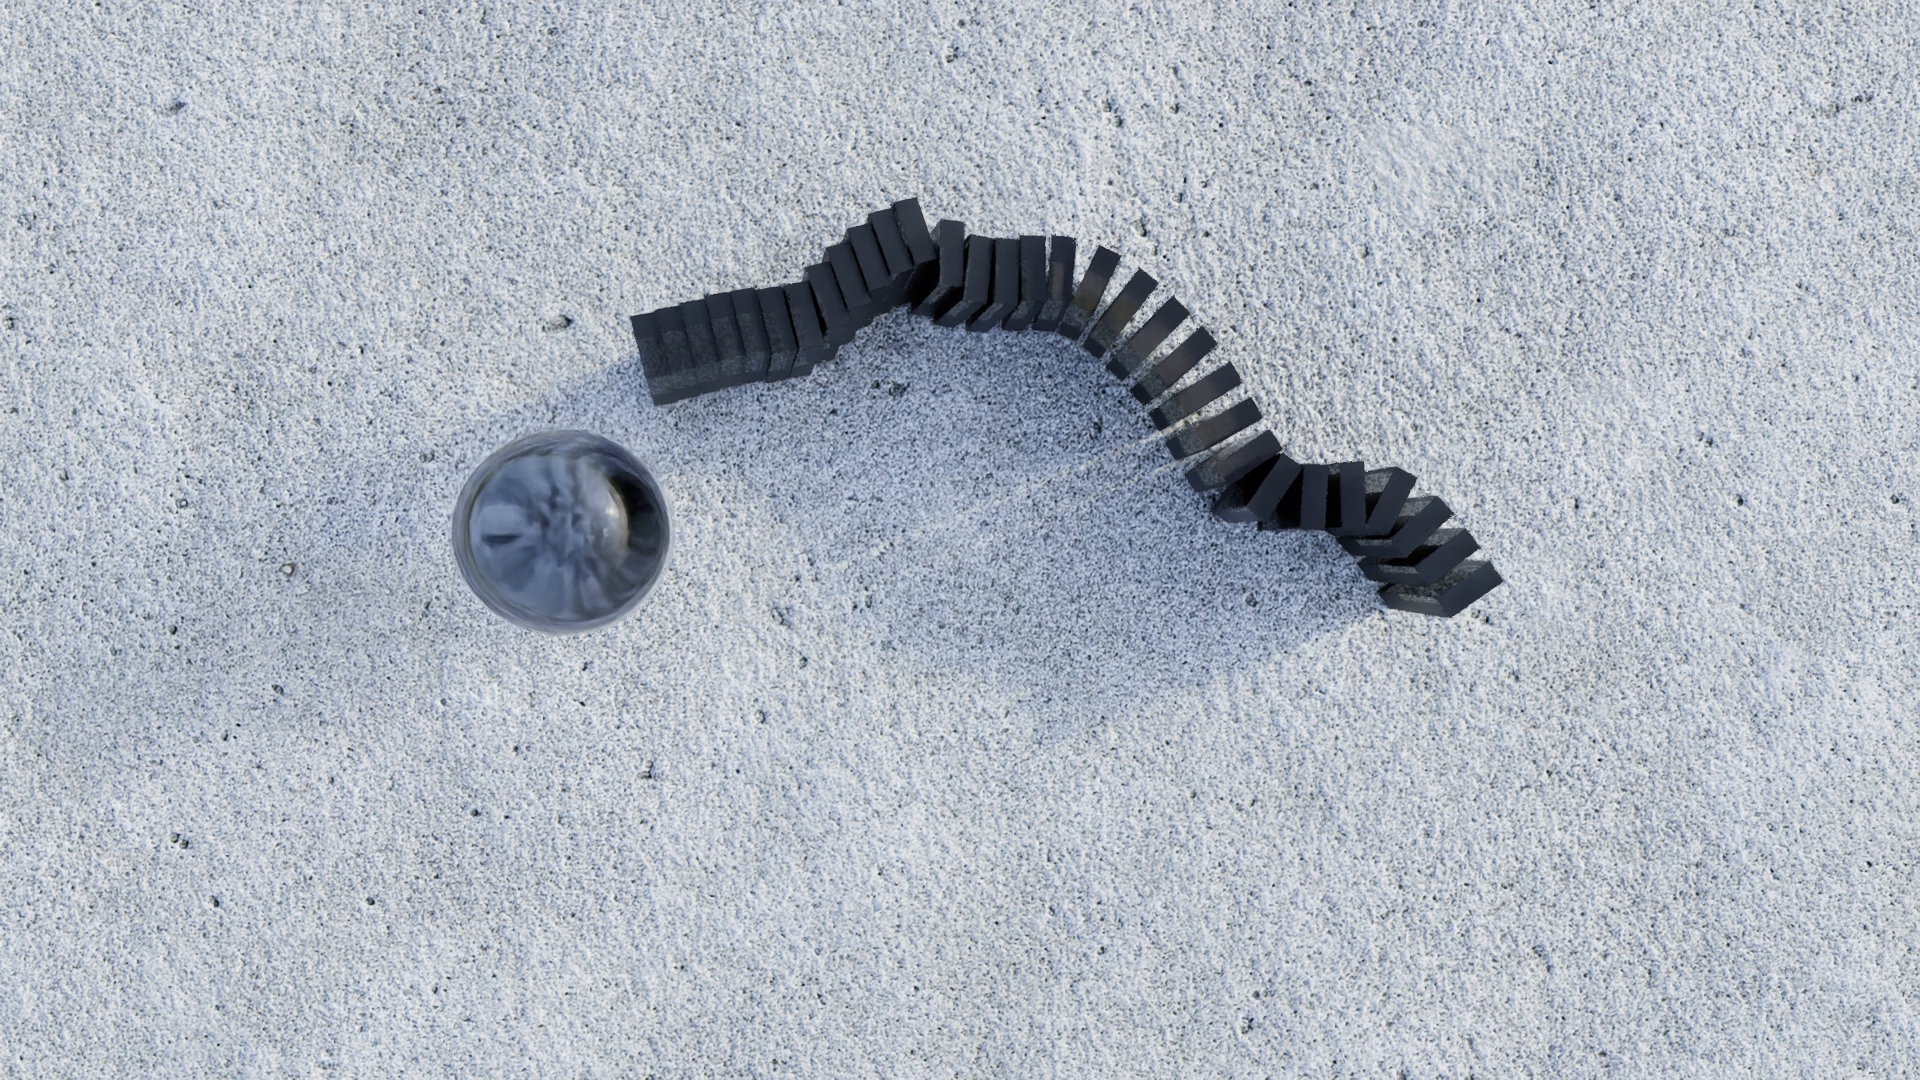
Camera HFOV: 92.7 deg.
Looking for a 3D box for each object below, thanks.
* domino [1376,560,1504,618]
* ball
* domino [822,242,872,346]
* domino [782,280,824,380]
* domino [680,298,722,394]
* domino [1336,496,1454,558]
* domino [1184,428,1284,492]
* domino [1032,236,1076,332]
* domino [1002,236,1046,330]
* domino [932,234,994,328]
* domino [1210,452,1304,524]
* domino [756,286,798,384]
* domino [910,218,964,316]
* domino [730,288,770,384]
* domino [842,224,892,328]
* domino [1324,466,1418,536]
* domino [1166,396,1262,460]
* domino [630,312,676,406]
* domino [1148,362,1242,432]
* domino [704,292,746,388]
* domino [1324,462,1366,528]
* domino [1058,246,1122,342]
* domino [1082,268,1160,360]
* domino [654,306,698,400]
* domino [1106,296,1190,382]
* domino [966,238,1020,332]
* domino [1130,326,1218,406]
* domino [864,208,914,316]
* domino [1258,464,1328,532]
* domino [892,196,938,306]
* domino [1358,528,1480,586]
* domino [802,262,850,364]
[{"bbox_3d":[0.195,0.019,0.375,0.025,0.050,0.009,-35,90,0],"label":"domino"},{"bbox_3d":[-0.154,-0.003,0.360,0.080,0.080,0.080,0,90,0],"label":"ball"},{"bbox_3d":[-0.049,-0.099,0.375,0.010,0.050,0.025,-20,90,-16],"label":"domino"},{"bbox_3d":[-0.066,-0.085,0.375,0.010,0.050,0.025,-15,90,-16],"label":"domino"},{"bbox_3d":[-0.106,-0.078,0.375,0.009,0.050,0.025,-15,90,-15],"label":"domino"},{"bbox_3d":[0.176,-0.005,0.375,0.025,0.050,0.009,-42,90,0],"label":"domino"},{"bbox_3d":[0.111,-0.032,0.375,0.025,0.050,0.010,-34,90,0],"label":"domino"},{"bbox_3d":[0.038,-0.104,0.375,0.009,0.050,0.025,5,90,-2],"label":"domino"},{"bbox_3d":[0.025,-0.104,0.375,0.010,0.050,0.025,-1,90,-6],"label":"domino"},{"bbox_3d":[0.001,-0.105,0.375,0.010,0.050,0.025,7,90,-15],"label":"domino"},{"bbox_3d":[0.120,-0.020,0.375,0.010,0.050,0.025,34,90,0],"label":"domino"},{"bbox_3d":[-0.076,-0.083,0.375,0.009,0.050,0.025,-15,90,-15],"label":"domino"},{"bbox_3d":[-0.010,-0.110,0.375,0.009,0.050,0.025,2,90,-15],"label":"domino"},{"bbox_3d":[-0.087,-0.082,0.375,0.009,0.050,0.025,-15,90,-15],"label":"domino"},{"bbox_3d":[-0.041,-0.106,0.375,0.010,0.050,0.025,-20,90,-16],"label":"domino"},{"bbox_3d":[0.165,-0.015,0.375,0.009,0.050,0.025,27,90,0],"label":"domino"},{"bbox_3d":[0.103,-0.045,0.375,0.025,0.050,0.010,-29,90,0],"label":"domino"},{"bbox_3d":[-0.125,-0.073,0.375,0.009,0.050,0.025,-15,90,-15],"label":"domino"},{"bbox_3d":[0.095,-0.058,0.375,0.025,0.050,0.009,-31,90,0],"label":"domino"},{"bbox_3d":[-0.096,-0.081,0.375,0.010,0.050,0.025,-15,90,-15],"label":"domino"},{"bbox_3d":[0.150,-0.017,0.375,0.009,0.050,0.025,-1,90,0],"label":"domino"},{"bbox_3d":[0.052,-0.100,0.375,0.009,0.050,0.025,26,90,0],"label":"domino"},{"bbox_3d":[0.065,-0.091,0.375,0.010,0.050,0.025,38,90,0],"label":"domino"},{"bbox_3d":[-0.115,-0.075,0.375,0.009,0.050,0.025,-15,90,-15],"label":"domino"},{"bbox_3d":[0.076,-0.081,0.375,0.025,0.050,0.010,-45,90,0],"label":"domino"},{"bbox_3d":[0.013,-0.103,0.375,0.010,0.050,0.025,2,90,-12],"label":"domino"},{"bbox_3d":[0.086,-0.070,0.375,0.025,0.050,0.010,-42,90,0],"label":"domino"},{"bbox_3d":[-0.033,-0.112,0.375,0.009,0.050,0.025,-20,90,-16],"label":"domino"},{"bbox_3d":[0.135,-0.016,0.375,0.009,0.050,0.025,3,90,0],"label":"domino"},{"bbox_3d":[-0.024,-0.116,0.375,0.009,0.050,0.025,-19,90,-16],"label":"domino"},{"bbox_3d":[0.186,0.007,0.375,0.025,0.050,0.009,-37,90,0],"label":"domino"},{"bbox_3d":[-0.057,-0.091,0.375,0.010,0.050,0.025,-20,90,-16],"label":"domino"}]
